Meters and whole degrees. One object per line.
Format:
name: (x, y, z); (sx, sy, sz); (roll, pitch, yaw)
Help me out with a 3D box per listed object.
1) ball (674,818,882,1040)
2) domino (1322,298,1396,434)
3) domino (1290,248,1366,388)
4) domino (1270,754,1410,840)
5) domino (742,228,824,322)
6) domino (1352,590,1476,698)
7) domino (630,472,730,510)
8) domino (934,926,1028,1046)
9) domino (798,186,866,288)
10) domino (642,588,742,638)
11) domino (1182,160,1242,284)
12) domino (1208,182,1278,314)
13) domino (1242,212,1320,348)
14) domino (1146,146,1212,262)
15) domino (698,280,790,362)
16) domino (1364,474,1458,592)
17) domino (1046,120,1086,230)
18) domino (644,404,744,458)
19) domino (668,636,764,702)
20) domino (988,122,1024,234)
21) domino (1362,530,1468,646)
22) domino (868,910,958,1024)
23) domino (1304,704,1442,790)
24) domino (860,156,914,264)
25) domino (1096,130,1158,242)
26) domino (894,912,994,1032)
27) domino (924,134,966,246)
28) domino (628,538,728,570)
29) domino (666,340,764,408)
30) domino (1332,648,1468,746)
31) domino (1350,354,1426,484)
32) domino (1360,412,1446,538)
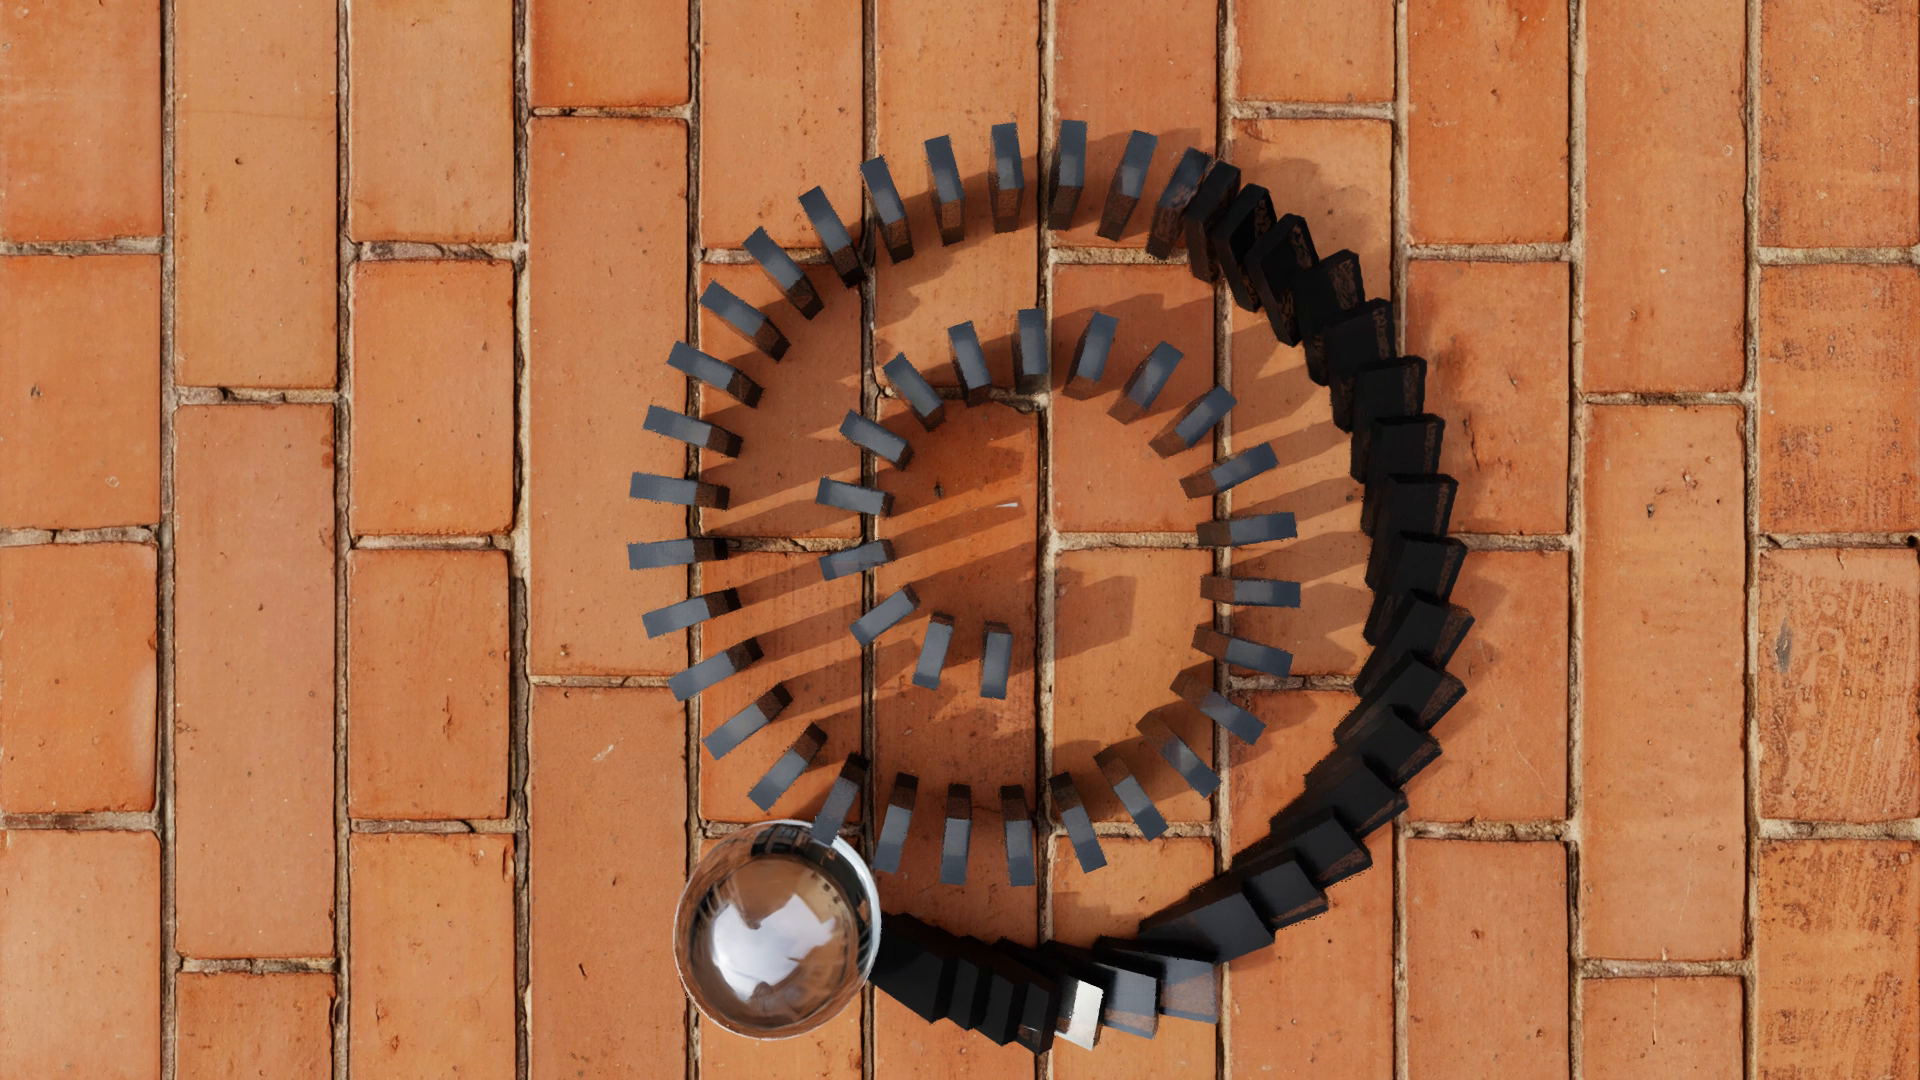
ball: (-0.071, 0.151, 0.360); (0.080, 0.080, 0.080); (0, 90, 0)
domino: (0.168, -0.072, 0.383); (0.025, 0.009, 0.050); (-21, 121, 0)
domino: (0.156, -0.092, 0.382); (0.025, 0.010, 0.050); (-28, 125, 0)
domino: (0.159, 0.115, 0.386); (0.025, 0.010, 0.050); (43, 114, 0)
domino: (-0.071, -0.108, 0.375); (0.009, 0.050, 0.025); (-44, 90, 0)
domino: (0.190, 0.048, 0.385); (0.025, 0.009, 0.050); (19, 115, 0)
domino: (-0.113, -0.020, 0.375); (0.025, 0.050, 0.010); (8, 90, 0)
domino: (0.003, 0.184, 0.380); (0.050, 0.010, 0.025); (11, 90, 41)
domino: (-0.051, -0.122, 0.375); (0.009, 0.050, 0.025); (-31, 90, 0)
domino: (-0.109, 0.029, 0.375); (0.025, 0.050, 0.010); (-19, 90, 0)
domino: (0.104, -0.129, 0.375); (0.010, 0.050, 0.025); (35, 90, 23)
domino: (0.120, -0.119, 0.377); (0.025, 0.050, 0.010); (-51, 53, 0)
domino: (0.137, -0.107, 0.380); (0.025, 0.010, 0.050); (-45, 132, 0)
domino: (0.088, -0.136, 0.375); (0.009, 0.050, 0.025); (29, 90, 7)
domino: (-0.087, -0.088, 0.375); (0.025, 0.050, 0.010); (34, 90, 0)
domino: (0.189, -0.003, 0.385); (0.025, 0.009, 0.050); (0, 115, 0)
domino: (0.043, -0.148, 0.375); (0.009, 0.050, 0.025); (3, 90, 0)
domino: (-0.108, -0.044, 0.375); (0.025, 0.050, 0.009); (17, 90, 0)
domino: (-0.099, 0.052, 0.375); (0.025, 0.050, 0.009); (-28, 90, 0)
domino: (0.018, -0.147, 0.375); (0.009, 0.050, 0.025); (-8, 90, 0)
domino: (0.191, 0.022, 0.385); (0.025, 0.009, 0.050); (7, 115, 0)
domino: (-0.025, 0.175, 0.380); (0.050, 0.009, 0.025); (11, 90, 41)
domino: (0.173, 0.095, 0.385); (0.025, 0.010, 0.050); (38, 114, 0)
domino: (-0.029, -0.134, 0.375); (0.009, 0.050, 0.025); (-23, 90, 0)
domino: (0.068, -0.144, 0.375); (0.009, 0.050, 0.025); (16, 90, 0)
domino: (-0.010, 0.178, 0.380); (0.050, 0.009, 0.025); (11, 90, 41)
domino: (-0.006, -0.142, 0.375); (0.010, 0.050, 0.025); (-15, 90, 0)
domino: (-0.114, 0.005, 0.375); (0.025, 0.050, 0.009); (-6, 90, 0)
domino: (-0.099, -0.067, 0.375); (0.025, 0.050, 0.010); (25, 90, 0)
domino: (0.184, 0.073, 0.385); (0.025, 0.009, 0.050); (31, 114, 0)
domino: (0.179, -0.050, 0.384); (0.025, 0.010, 0.050); (-11, 118, 0)
domino: (0.185, -0.027, 0.385); (0.025, 0.010, 0.050); (-6, 116, 0)
